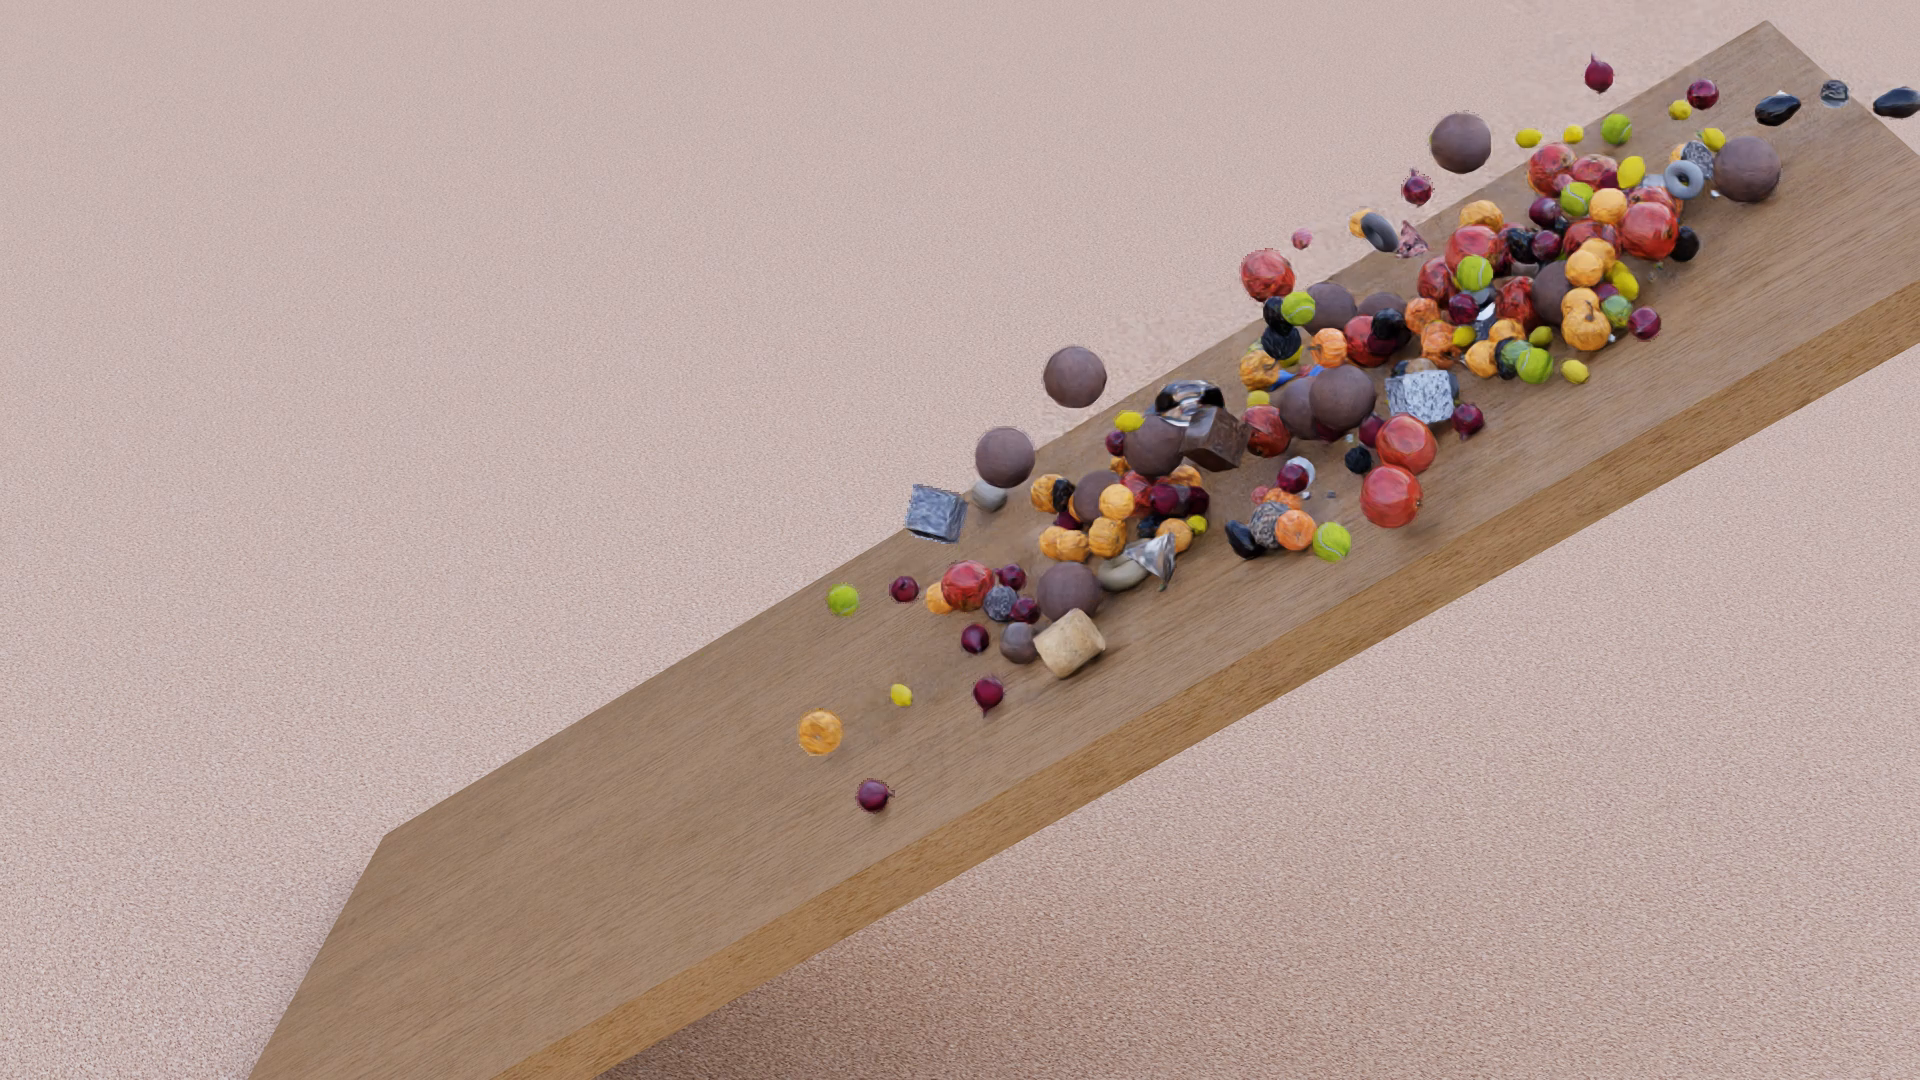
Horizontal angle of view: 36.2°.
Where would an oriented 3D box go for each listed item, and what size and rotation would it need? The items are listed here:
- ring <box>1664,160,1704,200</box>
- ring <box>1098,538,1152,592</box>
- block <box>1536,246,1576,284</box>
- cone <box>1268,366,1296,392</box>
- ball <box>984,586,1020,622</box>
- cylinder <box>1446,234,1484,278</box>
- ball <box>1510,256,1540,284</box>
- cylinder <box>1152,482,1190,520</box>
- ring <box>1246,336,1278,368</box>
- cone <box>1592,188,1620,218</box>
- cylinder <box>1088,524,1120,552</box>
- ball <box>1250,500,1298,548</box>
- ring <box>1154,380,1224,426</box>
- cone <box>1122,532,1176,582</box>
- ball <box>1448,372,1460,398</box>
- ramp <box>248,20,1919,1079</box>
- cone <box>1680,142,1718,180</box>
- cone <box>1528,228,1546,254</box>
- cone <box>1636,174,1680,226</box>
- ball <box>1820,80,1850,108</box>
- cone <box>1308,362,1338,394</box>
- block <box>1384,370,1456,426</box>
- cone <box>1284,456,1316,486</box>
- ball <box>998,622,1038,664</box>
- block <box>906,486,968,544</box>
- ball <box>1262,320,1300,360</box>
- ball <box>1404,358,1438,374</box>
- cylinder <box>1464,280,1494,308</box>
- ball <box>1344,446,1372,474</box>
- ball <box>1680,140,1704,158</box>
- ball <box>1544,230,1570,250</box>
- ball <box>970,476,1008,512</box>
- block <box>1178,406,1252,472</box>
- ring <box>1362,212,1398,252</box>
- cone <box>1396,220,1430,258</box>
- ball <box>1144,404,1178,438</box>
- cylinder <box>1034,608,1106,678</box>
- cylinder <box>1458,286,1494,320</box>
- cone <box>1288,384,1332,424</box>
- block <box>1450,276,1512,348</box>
[{"bbox_3d":[1.440,-0.716,5.850,0.083,0.083,0.028,14,36,34],"label":"ring"},{"bbox_3d":[0.343,0.052,5.946,0.148,0.049,0.148,-31,16,10],"label":"ring"},{"bbox_3d":[1.198,-0.556,5.933,0.055,0.055,0.055,6,26,-24],"label":"block"},{"bbox_3d":[0.713,-0.360,6.497,0.057,0.057,0.057,-10,21,-3],"label":"cone"},{"bbox_3d":[0.088,0.134,6.166,0.079,0.079,0.079,0,20,0],"label":"ball"},{"bbox_3d":[1.038,-0.586,6.056,0.066,0.066,0.066,1,-24,-2],"label":"cylinder"},{"bbox_3d":[1.126,-0.537,5.857,0.056,0.056,0.056,0,20,0],"label":"ball"},{"bbox_3d":[0.429,-0.080,5.967,0.067,0.067,0.067,8,21,11],"label":"cylinder"},{"bbox_3d":[0.713,-0.441,6.709,0.140,0.047,0.140,-33,14,9],"label":"ring"},{"bbox_3d":[1.301,-0.668,5.899,0.056,0.056,0.056,-18,33,12],"label":"cone"},{"bbox_3d":[0.302,-0.004,6.194,0.053,0.053,0.053,9,-3,24],"label":"cylinder"},{"bbox_3d":[0.595,-0.029,5.581,0.091,0.091,0.091,0,20,0],"label":"ball"},{"bbox_3d":[0.466,-0.278,5.967,0.144,0.144,0.048,-1,63,-4],"label":"ring"},{"bbox_3d":[0.365,0.029,5.796,0.099,0.099,0.099,5,21,17],"label":"cone"},{"bbox_3d":[0.948,-0.302,5.758,0.058,0.058,0.058,0,20,0],"label":"ball"},{"bbox_3d":[0.140,0.170,6.293,4.000,0.100,2.000,-30,15,13],"label":"ramp"},{"bbox_3d":[1.465,-0.744,5.936,0.088,0.088,0.088,-19,-13,-42],"label":"cone"},{"bbox_3d":[1.221,-0.628,6.256,0.050,0.050,0.050,32,-2,1],"label":"cone"},{"bbox_3d":[1.413,-0.673,5.960,0.097,0.097,0.097,7,64,18],"label":"cone"},{"bbox_3d":[1.695,-0.863,5.700,0.055,0.055,0.055,0,20,0],"label":"ball"},{"bbox_3d":[0.783,-0.329,6.209,0.071,0.071,0.071,-7,26,-19],"label":"cone"},{"bbox_3d":[0.881,-0.272,5.632,0.093,0.093,0.093,-13,5,-13],"label":"block"},{"bbox_3d":[0.673,-0.127,5.848,0.063,0.063,0.063,-1,-17,-1],"label":"cone"},{"bbox_3d":[0.120,0.205,5.867,0.085,0.085,0.085,0,20,0],"label":"ball"},{"bbox_3d":[-0.051,-0.054,6.487,0.096,0.096,0.096,13,-6,17],"label":"block"},{"bbox_3d":[0.676,-0.420,6.187,0.082,0.082,0.082,0,20,0],"label":"ball"},{"bbox_3d":[0.921,-0.328,5.869,0.071,0.071,0.071,0,20,0],"label":"ball"},{"bbox_3d":[1.027,-0.486,5.817,0.051,0.051,0.051,9,2,23],"label":"cylinder"},{"bbox_3d":[0.770,-0.154,5.682,0.052,0.052,0.052,0,20,0],"label":"ball"},{"bbox_3d":[1.491,-0.783,5.976,0.056,0.056,0.056,0,20,0],"label":"ball"},{"bbox_3d":[1.243,-0.619,6.132,0.055,0.055,0.055,0,20,0],"label":"ball"},{"bbox_3d":[0.069,-0.108,6.950,0.086,0.086,0.086,0,20,0],"label":"ball"},{"bbox_3d":[0.515,-0.201,5.921,0.091,0.091,0.091,28,-18,-24],"label":"block"},{"bbox_3d":[0.939,-0.688,6.586,0.035,0.104,0.104,-39,32,-11],"label":"ring"},{"bbox_3d":[0.949,-0.644,6.215,0.076,0.076,0.076,-16,16,5],"label":"cone"},{"bbox_3d":[0.457,-0.273,6.653,0.082,0.082,0.082,0,20,0],"label":"ball"},{"bbox_3d":[0.211,0.198,5.652,0.098,0.098,0.098,-37,14,15],"label":"cylinder"},{"bbox_3d":[1.032,-0.475,5.881,0.060,0.060,0.060,10,-7,25],"label":"cylinder"},{"bbox_3d":[0.731,-0.287,6.058,0.085,0.085,0.085,-12,23,-20],"label":"cone"},{"bbox_3d":[1.056,-0.463,5.970,0.089,0.089,0.089,-29,16,17],"label":"block"}]
